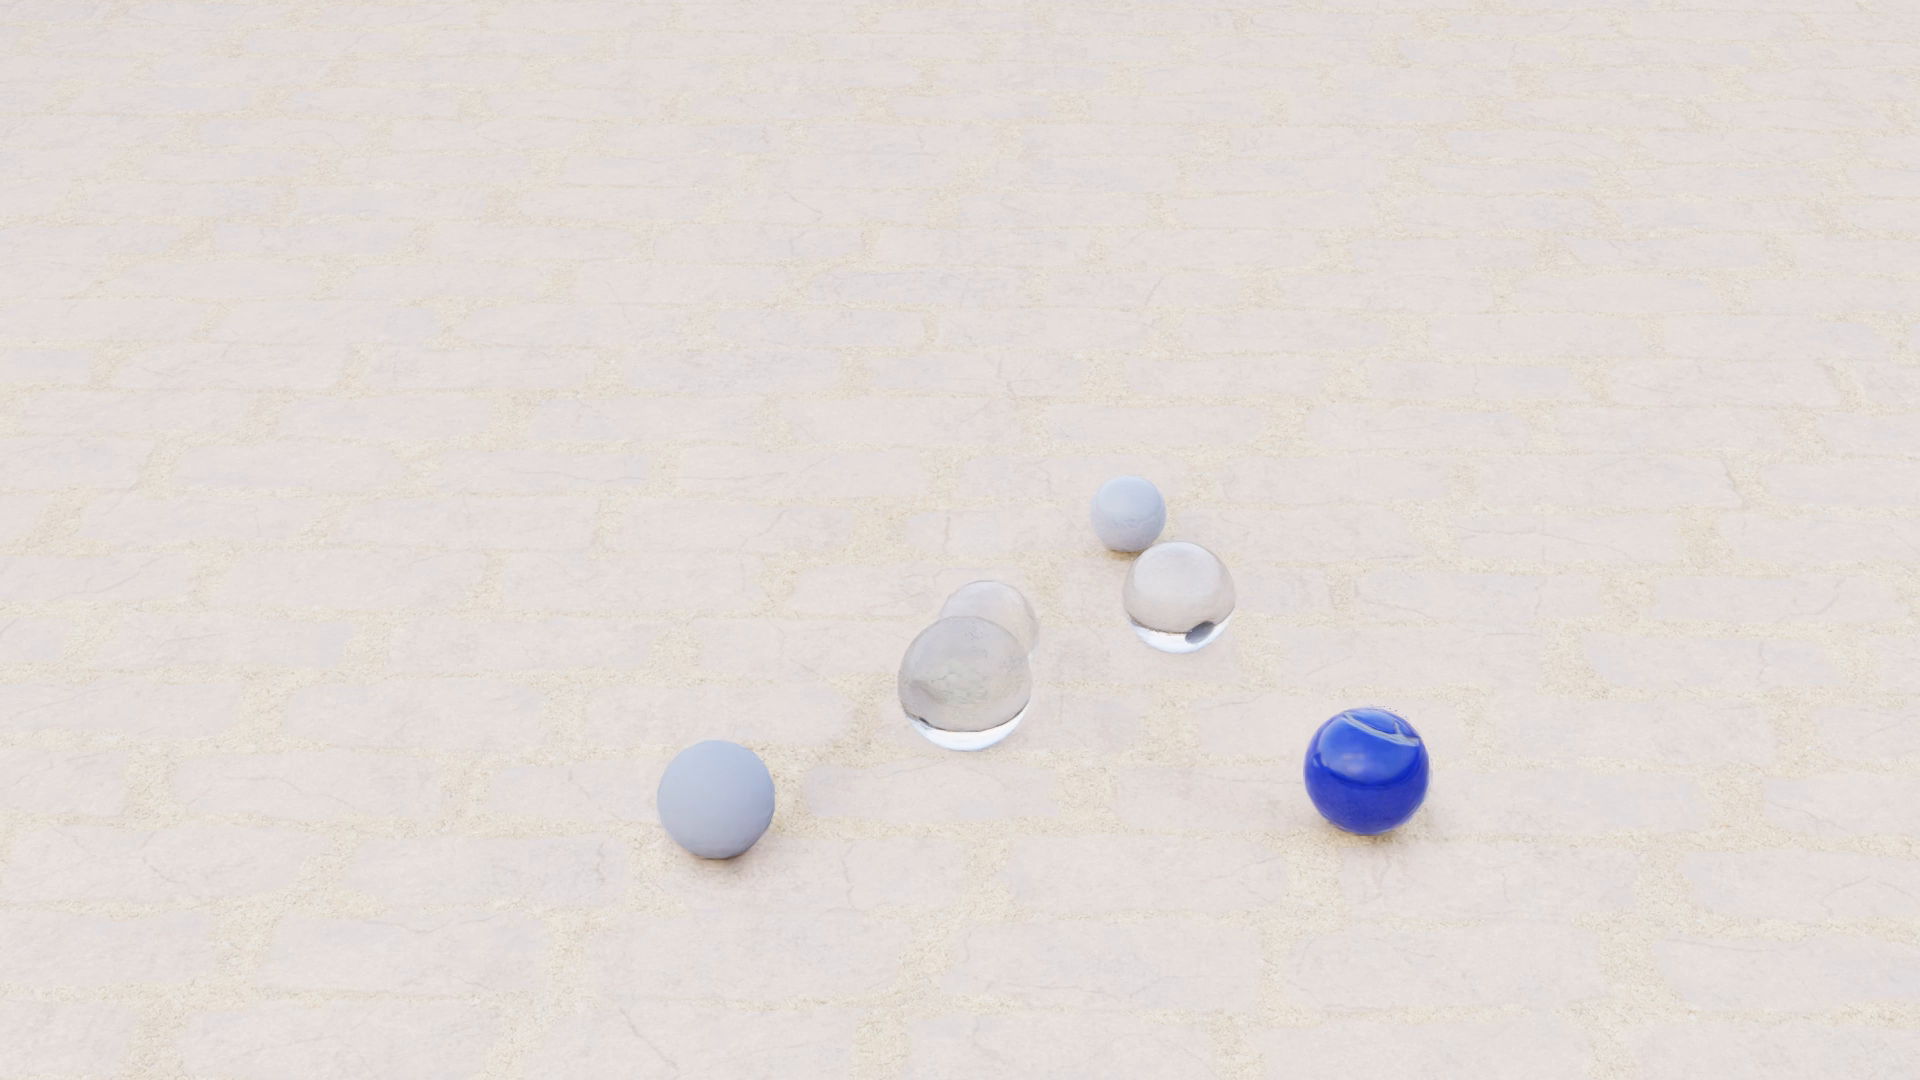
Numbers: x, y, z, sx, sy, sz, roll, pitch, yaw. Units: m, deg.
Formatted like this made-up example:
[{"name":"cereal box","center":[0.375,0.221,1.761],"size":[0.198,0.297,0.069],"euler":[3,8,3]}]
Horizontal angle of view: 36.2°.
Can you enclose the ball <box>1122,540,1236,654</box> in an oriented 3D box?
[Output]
[{"name":"ball","center":[0.123,0.032,1.654],"size":[0.064,0.064,0.064],"euler":[0,29,0]}]

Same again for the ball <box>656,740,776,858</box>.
[{"name":"ball","center":[-0.123,0.131,1.482],"size":[0.060,0.060,0.060],"euler":[0,29,0]}]

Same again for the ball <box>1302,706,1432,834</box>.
[{"name":"ball","center":[0.207,0.118,1.500],"size":[0.065,0.065,0.065],"euler":[0,29,0]}]

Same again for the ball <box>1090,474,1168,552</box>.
[{"name":"ball","center":[0.101,-0.016,1.758],"size":[0.046,0.046,0.046],"euler":[0,29,0]}]

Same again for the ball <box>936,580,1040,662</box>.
[{"name":"ball","center":[0.015,0.051,1.626],"size":[0.058,0.058,0.058],"euler":[0,29,0]}]

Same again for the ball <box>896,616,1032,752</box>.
[{"name":"ball","center":[0.003,0.076,1.566],"size":[0.072,0.072,0.072],"euler":[0,29,0]}]
